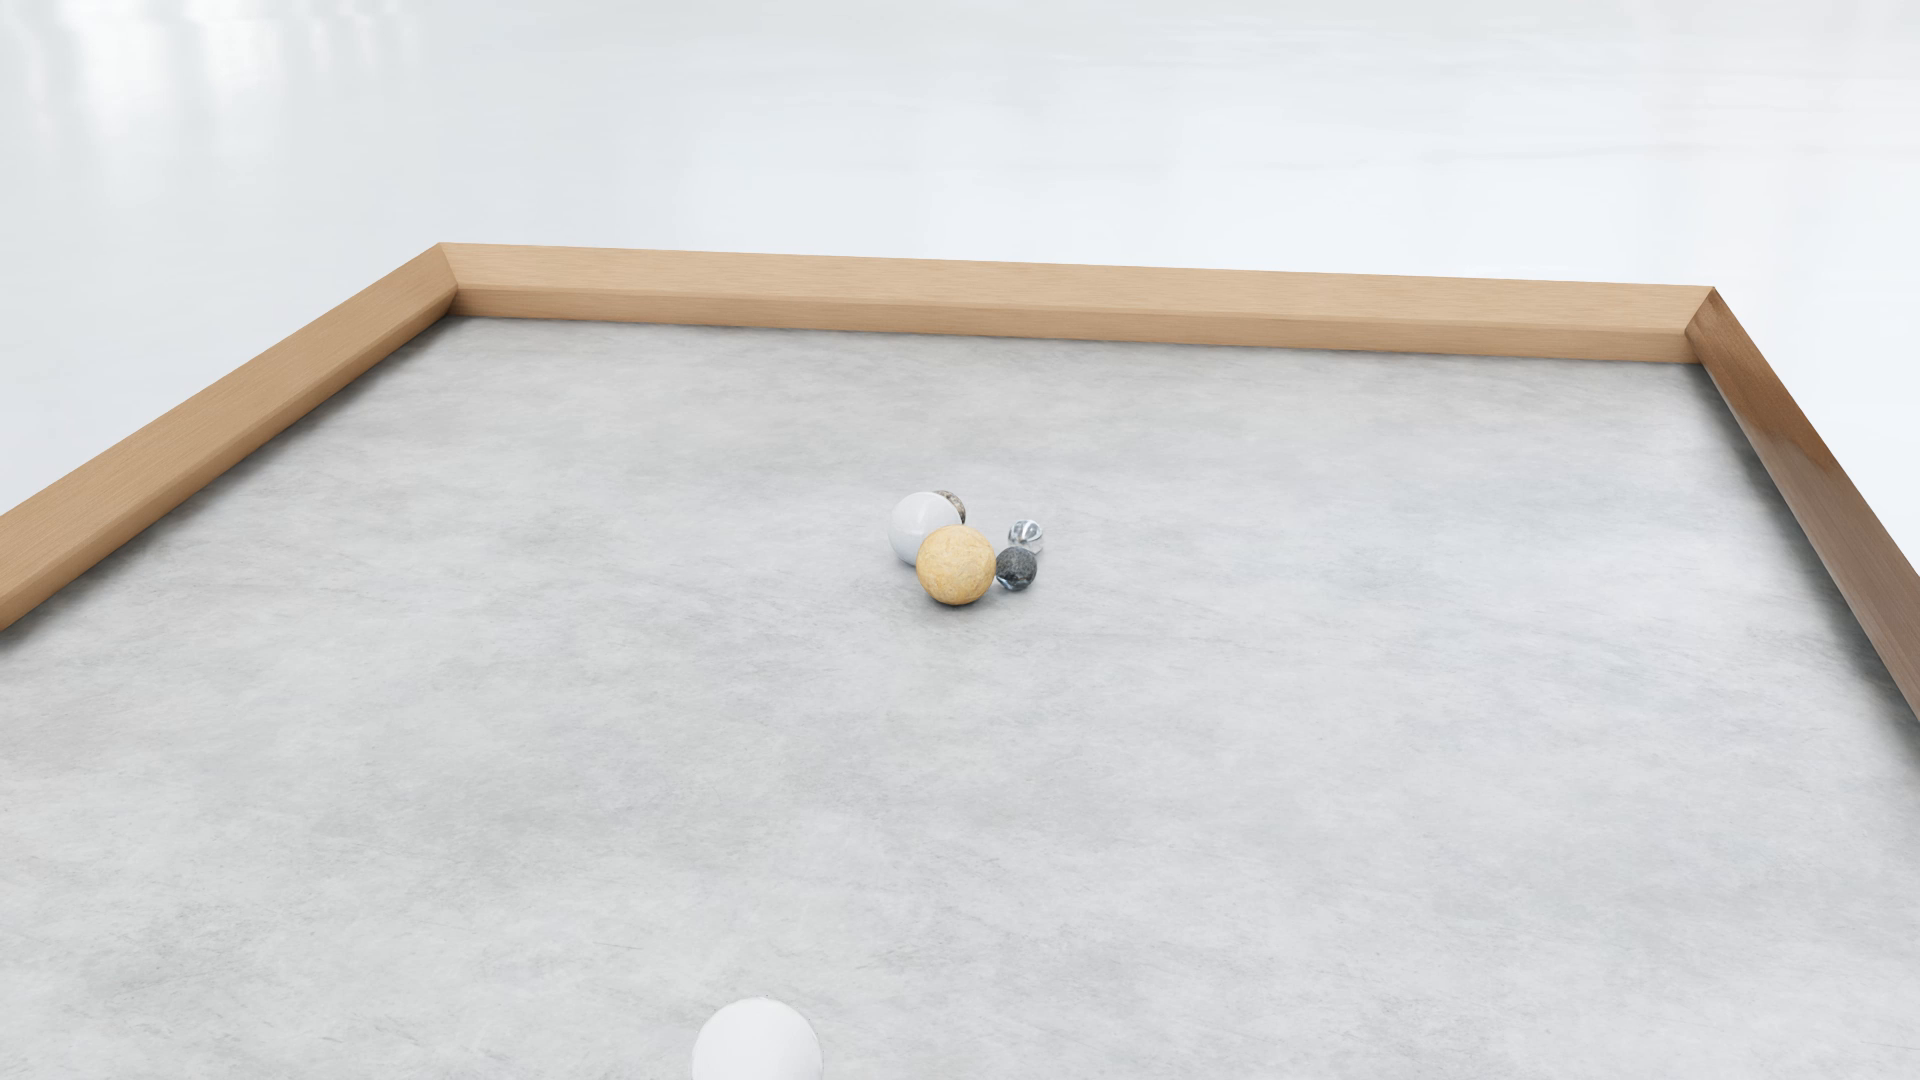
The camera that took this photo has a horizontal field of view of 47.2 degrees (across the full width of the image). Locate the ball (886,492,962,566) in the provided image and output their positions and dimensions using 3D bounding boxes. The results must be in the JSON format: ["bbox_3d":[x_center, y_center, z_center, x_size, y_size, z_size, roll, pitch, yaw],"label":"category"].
[{"bbox_3d":[-0.042,-0.013,2.592,0.089,0.089,0.089,0,21,0],"label":"ball"}]

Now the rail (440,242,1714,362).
[{"bbox_3d":[0.143,-0.375,3.497,2.037,0.122,0.045,3,21,8],"label":"rail"}]

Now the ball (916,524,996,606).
[{"bbox_3d":[-0.004,0.028,2.483,0.091,0.091,0.091,0,21,0],"label":"ball"}]

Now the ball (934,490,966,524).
[{"bbox_3d":[-0.024,-0.030,2.676,0.062,0.062,0.062,0,21,0],"label":"ball"}]

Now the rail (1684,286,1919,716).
[{"bbox_3d":[0.839,0.382,1.507,0.045,0.122,4.060,3,21,8],"label":"rail"}]

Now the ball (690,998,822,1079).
[{"bbox_3d":[-0.145,0.374,1.569,0.094,0.094,0.094,0,21,0],"label":"ball"}]

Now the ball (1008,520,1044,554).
[{"bbox_3d":[0.079,-0.002,2.628,0.045,0.045,0.045,0,21,0],"label":"ball"}]

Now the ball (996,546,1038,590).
[{"bbox_3d":[0.064,0.032,2.528,0.050,0.050,0.050,0,21,0],"label":"ball"}]

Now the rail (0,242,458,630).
[{"bbox_3d":[-1.131,0.280,1.774,0.045,0.122,4.060,3,21,8],"label":"rail"}]
